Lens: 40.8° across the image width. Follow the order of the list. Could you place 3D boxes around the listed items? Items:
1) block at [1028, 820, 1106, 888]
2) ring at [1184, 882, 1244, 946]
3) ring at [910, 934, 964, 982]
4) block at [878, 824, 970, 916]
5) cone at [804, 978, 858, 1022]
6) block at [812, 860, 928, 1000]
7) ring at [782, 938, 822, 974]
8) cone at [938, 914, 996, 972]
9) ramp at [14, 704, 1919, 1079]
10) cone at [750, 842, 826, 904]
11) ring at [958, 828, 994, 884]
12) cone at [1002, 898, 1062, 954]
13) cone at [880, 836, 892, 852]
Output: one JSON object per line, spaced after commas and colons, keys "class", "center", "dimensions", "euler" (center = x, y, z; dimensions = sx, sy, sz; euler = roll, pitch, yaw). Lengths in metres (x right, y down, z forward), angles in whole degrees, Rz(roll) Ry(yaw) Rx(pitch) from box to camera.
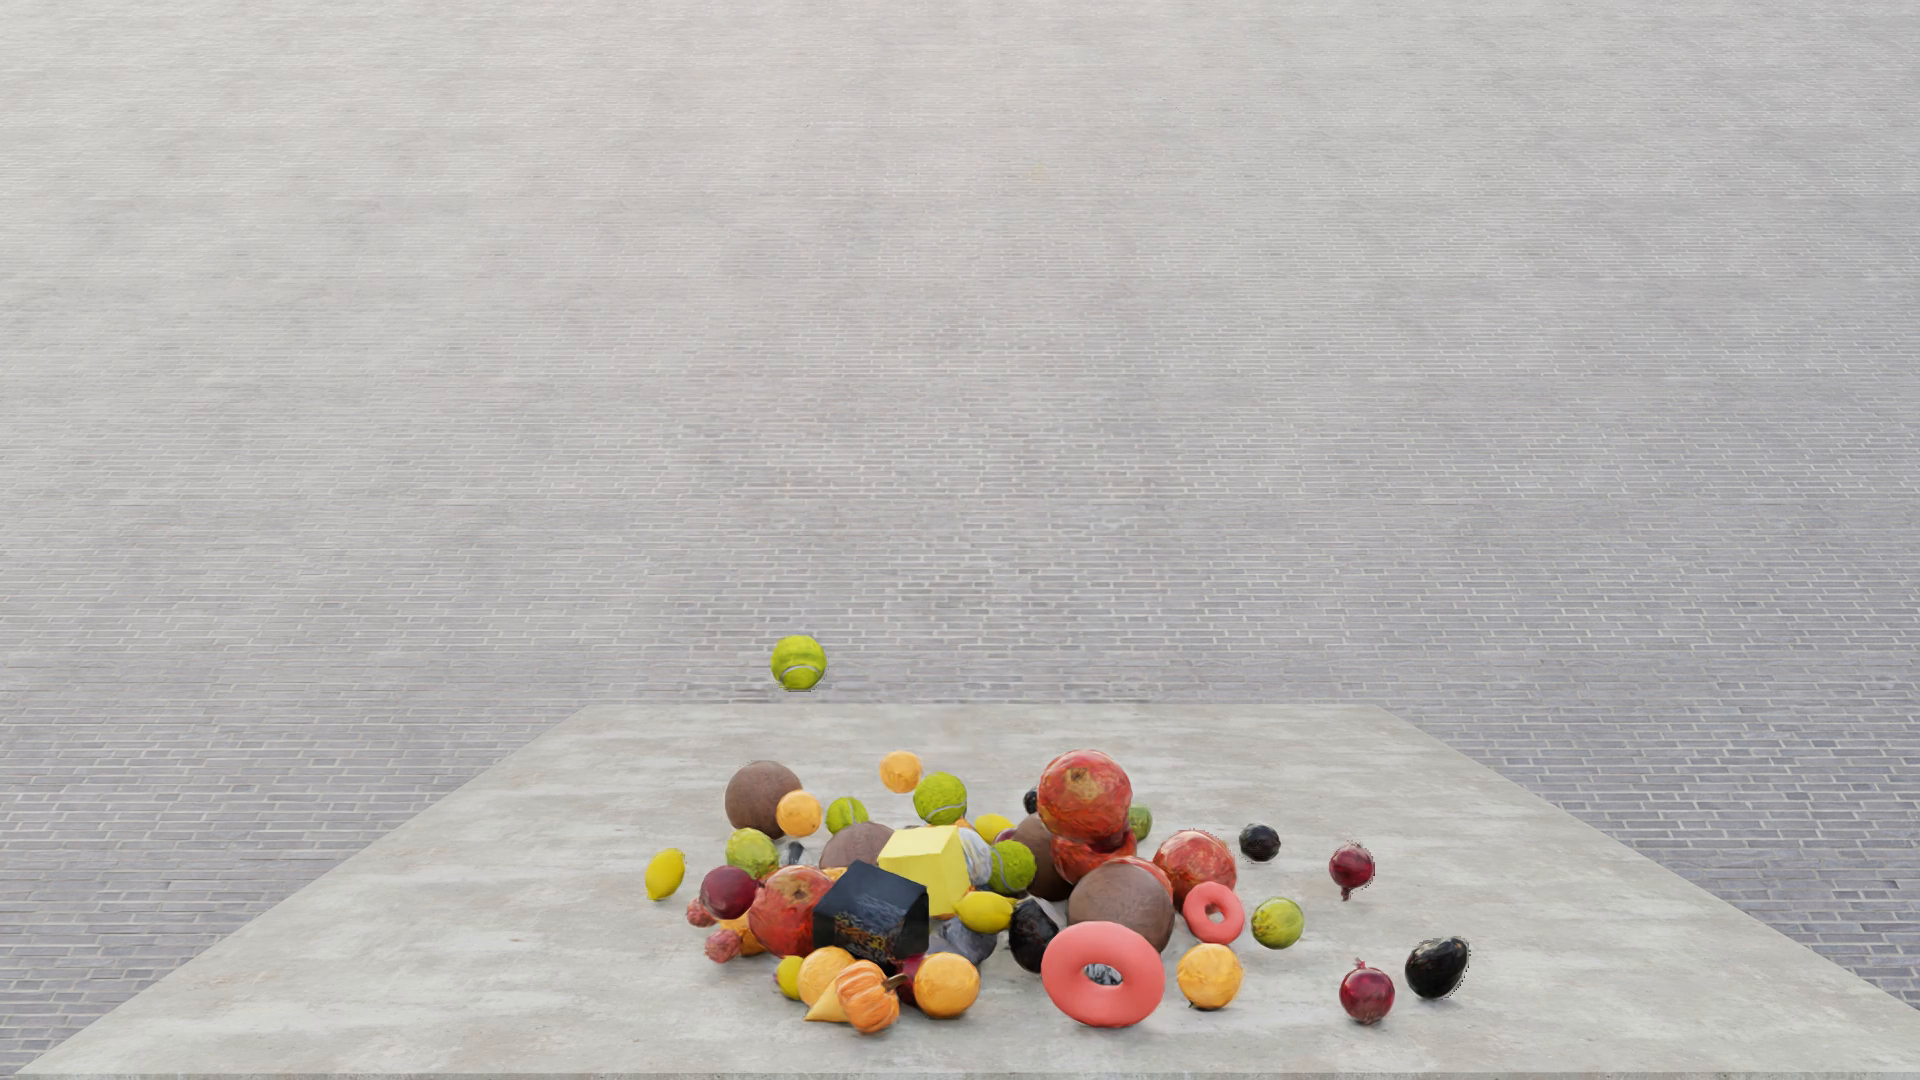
{"class": "block", "center": [0.156, 0.456, 3.749], "dimensions": [0.081, 0.081, 0.081], "euler": [1, 2, 43]}
{"class": "ring", "center": [0.321, 0.472, 3.255], "dimensions": [0.083, 0.028, 0.083], "euler": [11, 59, -18]}
{"class": "ring", "center": [-0.056, 0.481, 3.030], "dimensions": [0.133, 0.044, 0.133], "euler": [21, -5, 2]}
{"class": "block", "center": [-0.044, 0.409, 3.185], "dimensions": [0.081, 0.081, 0.081], "euler": [-7, 17, 18]}
{"class": "cone", "center": [-0.147, 0.511, 2.800], "dimensions": [0.054, 0.054, 0.054], "euler": [-27, 25, 7]}
{"class": "block", "center": [-0.100, 0.439, 2.908], "dimensions": [0.094, 0.094, 0.094], "euler": [18, 40, 24]}
{"class": "ring", "center": [-0.163, 0.498, 3.091], "dimensions": [0.098, 0.033, 0.098], "euler": [1, 3, 0]}
{"class": "cone", "center": [0.009, 0.496, 3.073], "dimensions": [0.071, 0.071, 0.071], "euler": [0, 24, -1]}
{"class": "ramp", "center": [0.058, 0.524, 4.562], "dimensions": [2.000, 0.100, 4.000], "euler": [0, 2, 0]}
{"class": "cone", "center": [-0.252, 0.480, 3.568], "dimensions": [0.095, 0.095, 0.095], "euler": [-27, 21, 15]}
{"class": "ring", "center": [0.013, 0.398, 3.244], "dimensions": [0.026, 0.077, 0.077], "euler": [-28, 37, -32]}
{"class": "cone", "center": [0.083, 0.494, 3.200], "dimensions": [0.075, 0.075, 0.075], "euler": [-27, 19, 18]}
{"class": "cone", "center": [-0.067, 0.477, 3.705], "dimensions": [0.089, 0.089, 0.089], "euler": [-3, 29, -5]}
